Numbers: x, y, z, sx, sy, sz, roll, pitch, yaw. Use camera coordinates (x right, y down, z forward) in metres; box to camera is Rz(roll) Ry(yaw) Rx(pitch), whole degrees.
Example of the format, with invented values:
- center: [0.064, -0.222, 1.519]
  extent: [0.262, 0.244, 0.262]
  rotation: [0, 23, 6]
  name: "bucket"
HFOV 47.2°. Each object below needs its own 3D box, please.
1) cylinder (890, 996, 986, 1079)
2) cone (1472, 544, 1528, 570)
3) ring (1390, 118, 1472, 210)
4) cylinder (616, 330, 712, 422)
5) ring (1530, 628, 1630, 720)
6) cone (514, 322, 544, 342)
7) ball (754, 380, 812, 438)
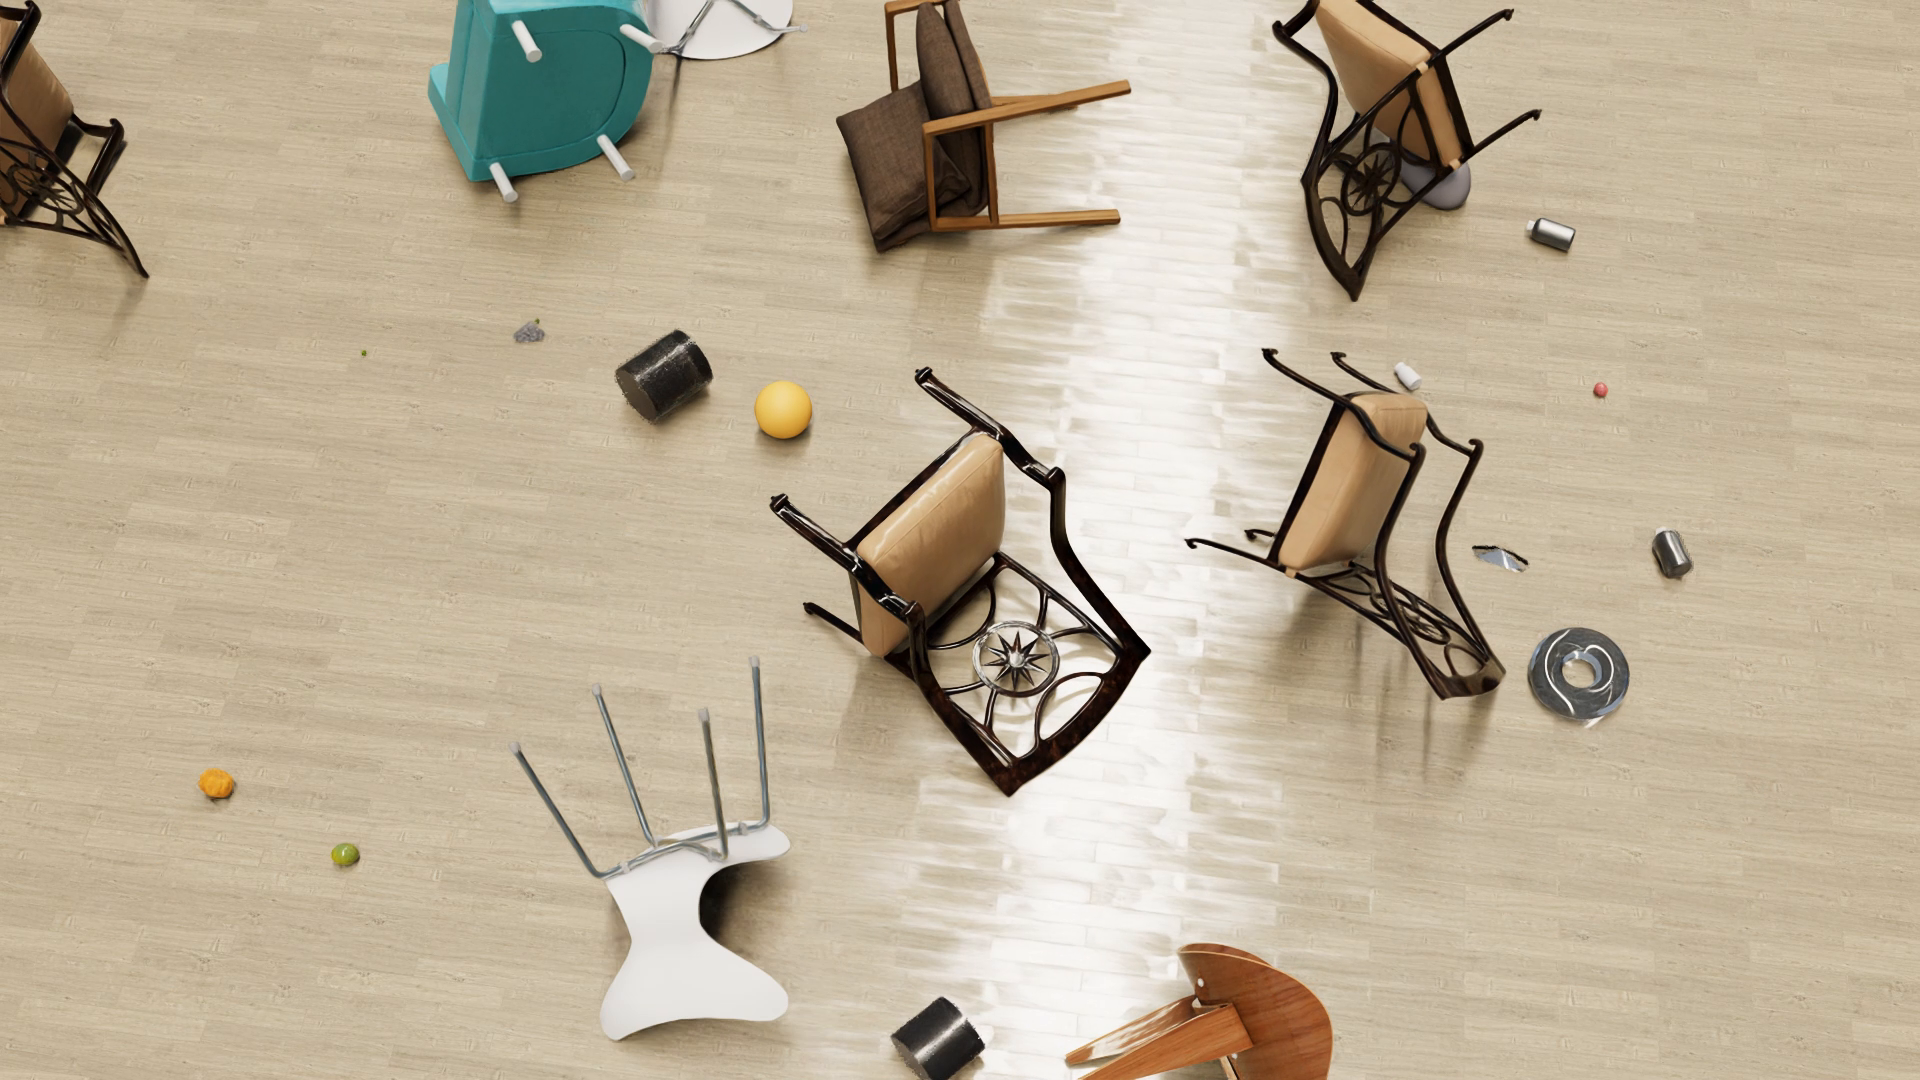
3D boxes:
- center: [-0.057, 1.289, 5.639]
  extent: [0.166, 0.116, 0.184]
  rotation: [-35, 59, -21]
  name: "cylinder"
- center: [1.611, 0.032, 6.536]
  extent: [0.173, 0.060, 0.075]
  rotation: [18, 36, 14]
  name: "cone"
- center: [1.571, -1.260, 7.350]
  extent: [0.226, 0.117, 0.388]
  rotation: [-19, 59, -10]
  name: "ring"
- center: [-0.914, -0.508, 6.799]
  extent: [0.223, 0.192, 0.201]
  rotation: [-38, 59, -22]
  name: "cylinder"
- center: [1.769, 0.380, 6.282]
  extent: [0.282, 0.064, 0.308]
  rotation: [23, 60, 15]
  name: "ring"
- center: [-1.373, -0.676, 7.013]
  extent: [0.100, 0.052, 0.085]
  rotation: [-6, 39, -5]
  name: "cone"
- center: [-0.541, -0.399, 6.735]
  extent: [0.178, 0.178, 0.178]
  rotation: [0, 56, 0]
  name: "ball"
